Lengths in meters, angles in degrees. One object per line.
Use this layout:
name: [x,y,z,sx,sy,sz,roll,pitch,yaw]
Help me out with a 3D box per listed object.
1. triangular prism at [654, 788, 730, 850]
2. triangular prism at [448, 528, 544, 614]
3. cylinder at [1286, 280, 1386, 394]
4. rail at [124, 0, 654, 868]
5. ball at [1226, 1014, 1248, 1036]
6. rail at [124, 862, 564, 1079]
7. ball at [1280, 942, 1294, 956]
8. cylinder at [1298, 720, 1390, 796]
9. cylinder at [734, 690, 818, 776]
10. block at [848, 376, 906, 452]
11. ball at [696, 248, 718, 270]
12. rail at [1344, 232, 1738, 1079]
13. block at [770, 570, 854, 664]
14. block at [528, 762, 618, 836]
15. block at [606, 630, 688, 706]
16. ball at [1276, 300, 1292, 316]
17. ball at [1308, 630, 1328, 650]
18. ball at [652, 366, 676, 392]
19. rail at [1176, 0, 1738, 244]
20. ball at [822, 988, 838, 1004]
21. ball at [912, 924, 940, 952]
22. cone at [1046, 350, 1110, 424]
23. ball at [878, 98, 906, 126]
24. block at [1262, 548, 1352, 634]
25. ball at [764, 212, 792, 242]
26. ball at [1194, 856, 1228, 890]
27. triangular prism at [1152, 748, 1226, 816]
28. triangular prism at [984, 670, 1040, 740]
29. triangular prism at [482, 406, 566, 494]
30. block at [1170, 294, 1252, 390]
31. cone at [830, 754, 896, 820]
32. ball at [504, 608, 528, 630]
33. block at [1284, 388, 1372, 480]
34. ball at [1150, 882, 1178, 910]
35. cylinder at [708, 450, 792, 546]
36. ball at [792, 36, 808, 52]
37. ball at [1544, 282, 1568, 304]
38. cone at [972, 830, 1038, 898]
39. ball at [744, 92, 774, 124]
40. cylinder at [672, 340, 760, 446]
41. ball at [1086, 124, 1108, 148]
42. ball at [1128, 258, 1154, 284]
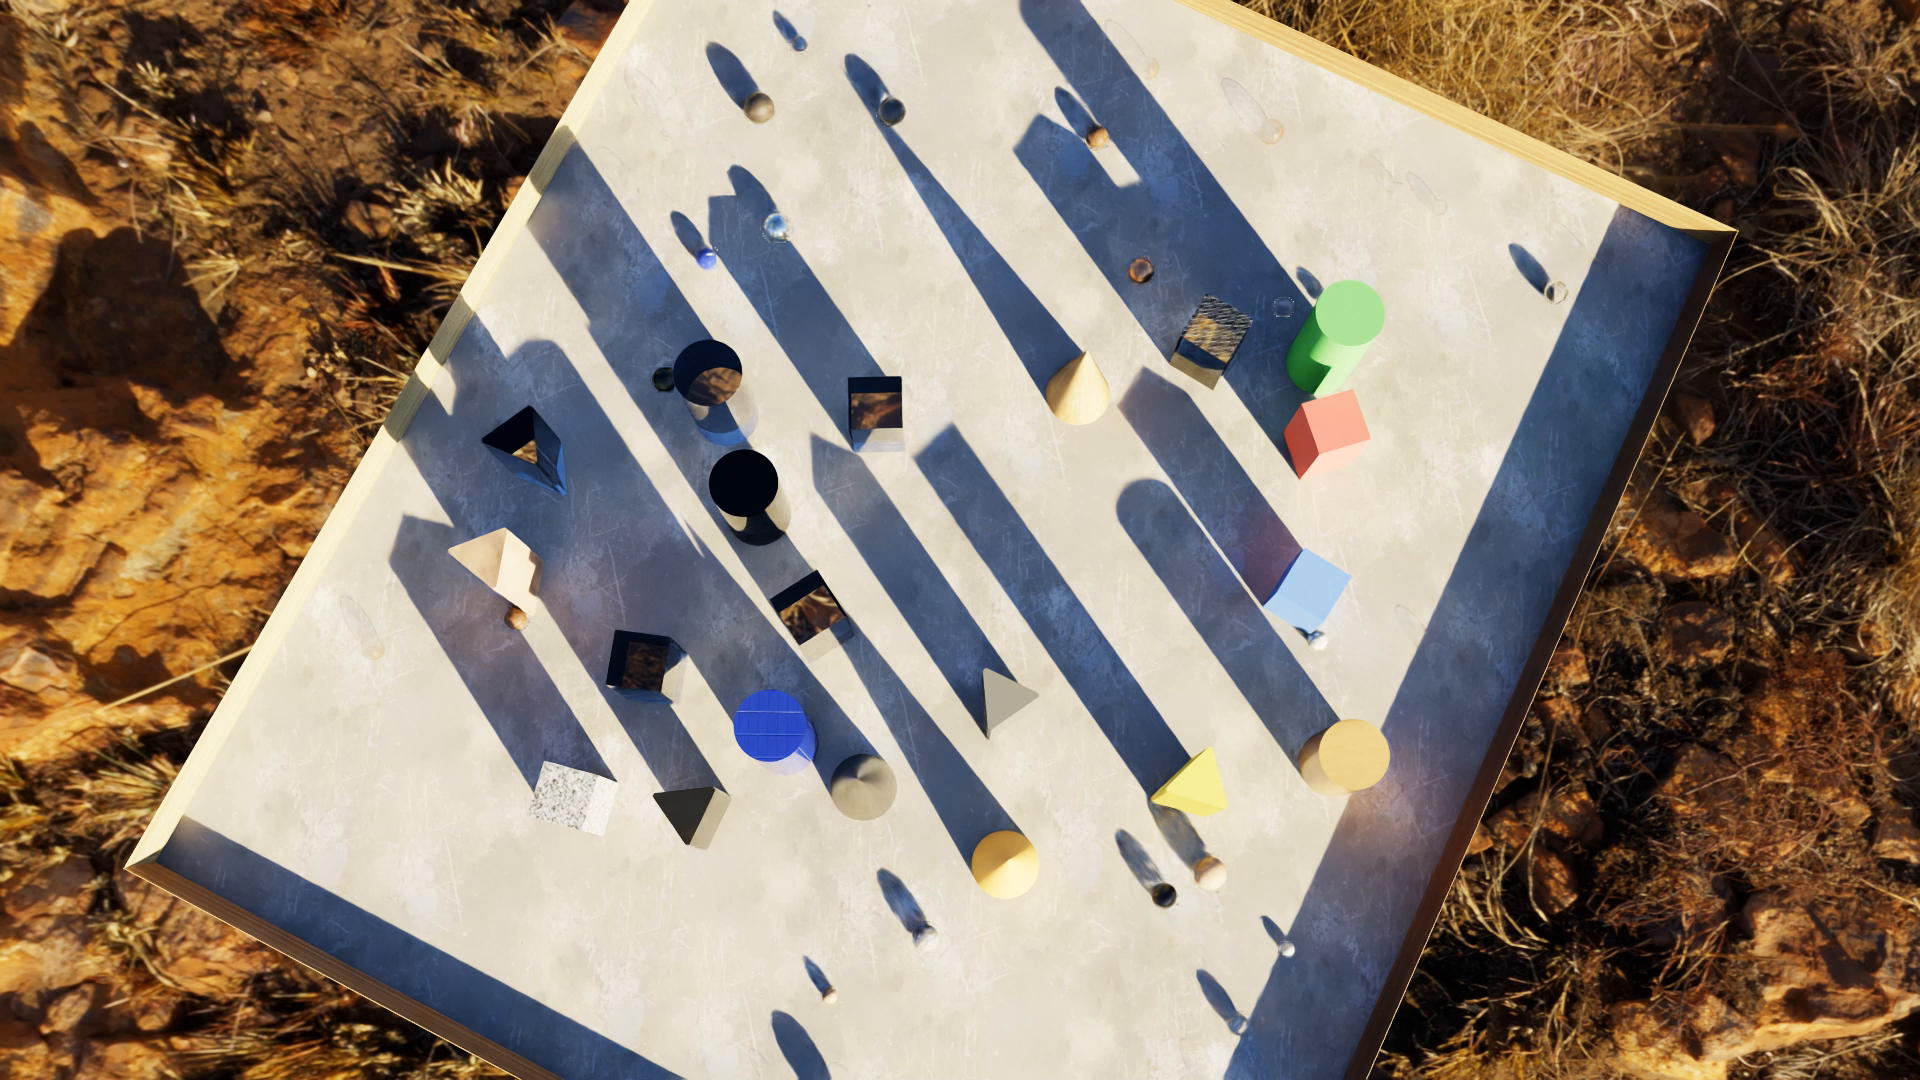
triangular prism: [-0.743,0.770,5.269,0.150,0.370,0.173,-35,80,-7]
triangular prism: [-1.320,0.071,5.363,0.173,0.467,0.150,38,81,7]
cylinder: [1.119,-0.601,5.491,0.200,0.490,0.200,0,78,0]
rail: [-1.521,-0.738,5.702,0.045,0.130,3.903,26,80,5]
ball: [0.802,1.399,5.295,0.062,0.062,0.062,0,78,0]
rail: [-0.862,1.695,5.198,3.449,0.130,0.045,26,80,5]
ball: [0.956,1.195,5.349,0.040,0.040,0.040,0,78,0]
cylinder: [1.112,0.636,5.323,0.200,0.317,0.200,0,78,0]
cylinder: [-0.522,0.557,5.260,0.200,0.472,0.200,0,78,0]
block: [-0.250,-0.378,5.553,0.160,0.278,0.160,-1,78,0]
ball: [-0.798,-0.886,5.765,0.069,0.069,0.069,0,78,0]
rail: [1.521,0.752,5.394,0.045,0.130,3.903,26,80,5]
block: [-0.430,0.229,5.376,0.160,0.378,0.160,-32,80,-6]
block: [-1.115,0.750,5.299,0.160,0.318,0.160,14,79,3]
block: [-0.912,0.377,5.362,0.160,0.347,0.160,7,78,2]
ball: [1.014,-0.728,5.740,0.053,0.053,0.053,0,78,0]
ball: [1.078,0.302,5.523,0.060,0.060,0.060,0,78,0]
ball: [-0.913,-0.498,5.680,0.079,0.079,0.079,0,78,0]
rail: [0.862,-1.681,5.897,3.449,0.130,0.045,26,80,5]
ball: [-0.379,1.323,5.320,0.045,0.045,0.045,0,78,0]
ball: [-0.100,1.159,5.336,0.080,0.080,0.080,0,78,0]
cone: [0.368,-0.501,5.489,0.200,0.453,0.200,0,78,0]
ball: [-0.216,-1.368,5.855,0.088,0.088,0.088,0,78,0]
block: [1.031,0.155,5.454,0.160,0.257,0.160,32,80,6]
ball: [-0.574,-0.984,5.774,0.092,0.092,0.092,0,78,0]
ball: [0.733,0.975,5.364,0.099,0.099,0.099,0,78,0]
triangular prism: [0.672,0.685,5.259,0.173,0.423,0.150,16,79,3]
triangular prism: [0.112,0.459,5.361,0.173,0.314,0.150,-34,80,-7]
triangular prism: [-1.266,-0.280,5.468,0.173,0.405,0.150,22,79,4]
block: [0.764,-0.603,5.594,0.160,0.289,0.160,32,80,6]
cone: [-0.287,0.703,5.298,0.200,0.340,0.200,0,78,0]
ball: [-1.339,0.238,5.527,0.068,0.068,0.068,0,78,0]
block: [1.101,-0.315,5.517,0.160,0.322,0.160,-17,79,-3]
ball: [0.598,1.040,5.362,0.077,0.077,0.077,0,78,0]
cylinder: [-0.618,-0.121,5.433,0.200,0.408,0.200,0,78,0]
ball: [-0.519,-1.601,5.921,0.054,0.054,0.054,0,78,0]
ball: [1.866,-0.775,5.741,0.071,0.071,0.071,0,78,0]
cone: [0.134,0.913,5.196,0.200,0.454,0.200,0,78,0]
ball: [-0.642,-1.379,5.851,0.100,0.100,0.100,0,78,0]
cylinder: [-0.724,-0.434,5.477,0.200,0.450,0.200,0,78,0]
ball: [0.437,-1.286,5.845,0.075,0.075,0.075,0,78,0]
ball: [0.568,-0.844,5.750,0.081,0.081,0.081,0,78,0]
